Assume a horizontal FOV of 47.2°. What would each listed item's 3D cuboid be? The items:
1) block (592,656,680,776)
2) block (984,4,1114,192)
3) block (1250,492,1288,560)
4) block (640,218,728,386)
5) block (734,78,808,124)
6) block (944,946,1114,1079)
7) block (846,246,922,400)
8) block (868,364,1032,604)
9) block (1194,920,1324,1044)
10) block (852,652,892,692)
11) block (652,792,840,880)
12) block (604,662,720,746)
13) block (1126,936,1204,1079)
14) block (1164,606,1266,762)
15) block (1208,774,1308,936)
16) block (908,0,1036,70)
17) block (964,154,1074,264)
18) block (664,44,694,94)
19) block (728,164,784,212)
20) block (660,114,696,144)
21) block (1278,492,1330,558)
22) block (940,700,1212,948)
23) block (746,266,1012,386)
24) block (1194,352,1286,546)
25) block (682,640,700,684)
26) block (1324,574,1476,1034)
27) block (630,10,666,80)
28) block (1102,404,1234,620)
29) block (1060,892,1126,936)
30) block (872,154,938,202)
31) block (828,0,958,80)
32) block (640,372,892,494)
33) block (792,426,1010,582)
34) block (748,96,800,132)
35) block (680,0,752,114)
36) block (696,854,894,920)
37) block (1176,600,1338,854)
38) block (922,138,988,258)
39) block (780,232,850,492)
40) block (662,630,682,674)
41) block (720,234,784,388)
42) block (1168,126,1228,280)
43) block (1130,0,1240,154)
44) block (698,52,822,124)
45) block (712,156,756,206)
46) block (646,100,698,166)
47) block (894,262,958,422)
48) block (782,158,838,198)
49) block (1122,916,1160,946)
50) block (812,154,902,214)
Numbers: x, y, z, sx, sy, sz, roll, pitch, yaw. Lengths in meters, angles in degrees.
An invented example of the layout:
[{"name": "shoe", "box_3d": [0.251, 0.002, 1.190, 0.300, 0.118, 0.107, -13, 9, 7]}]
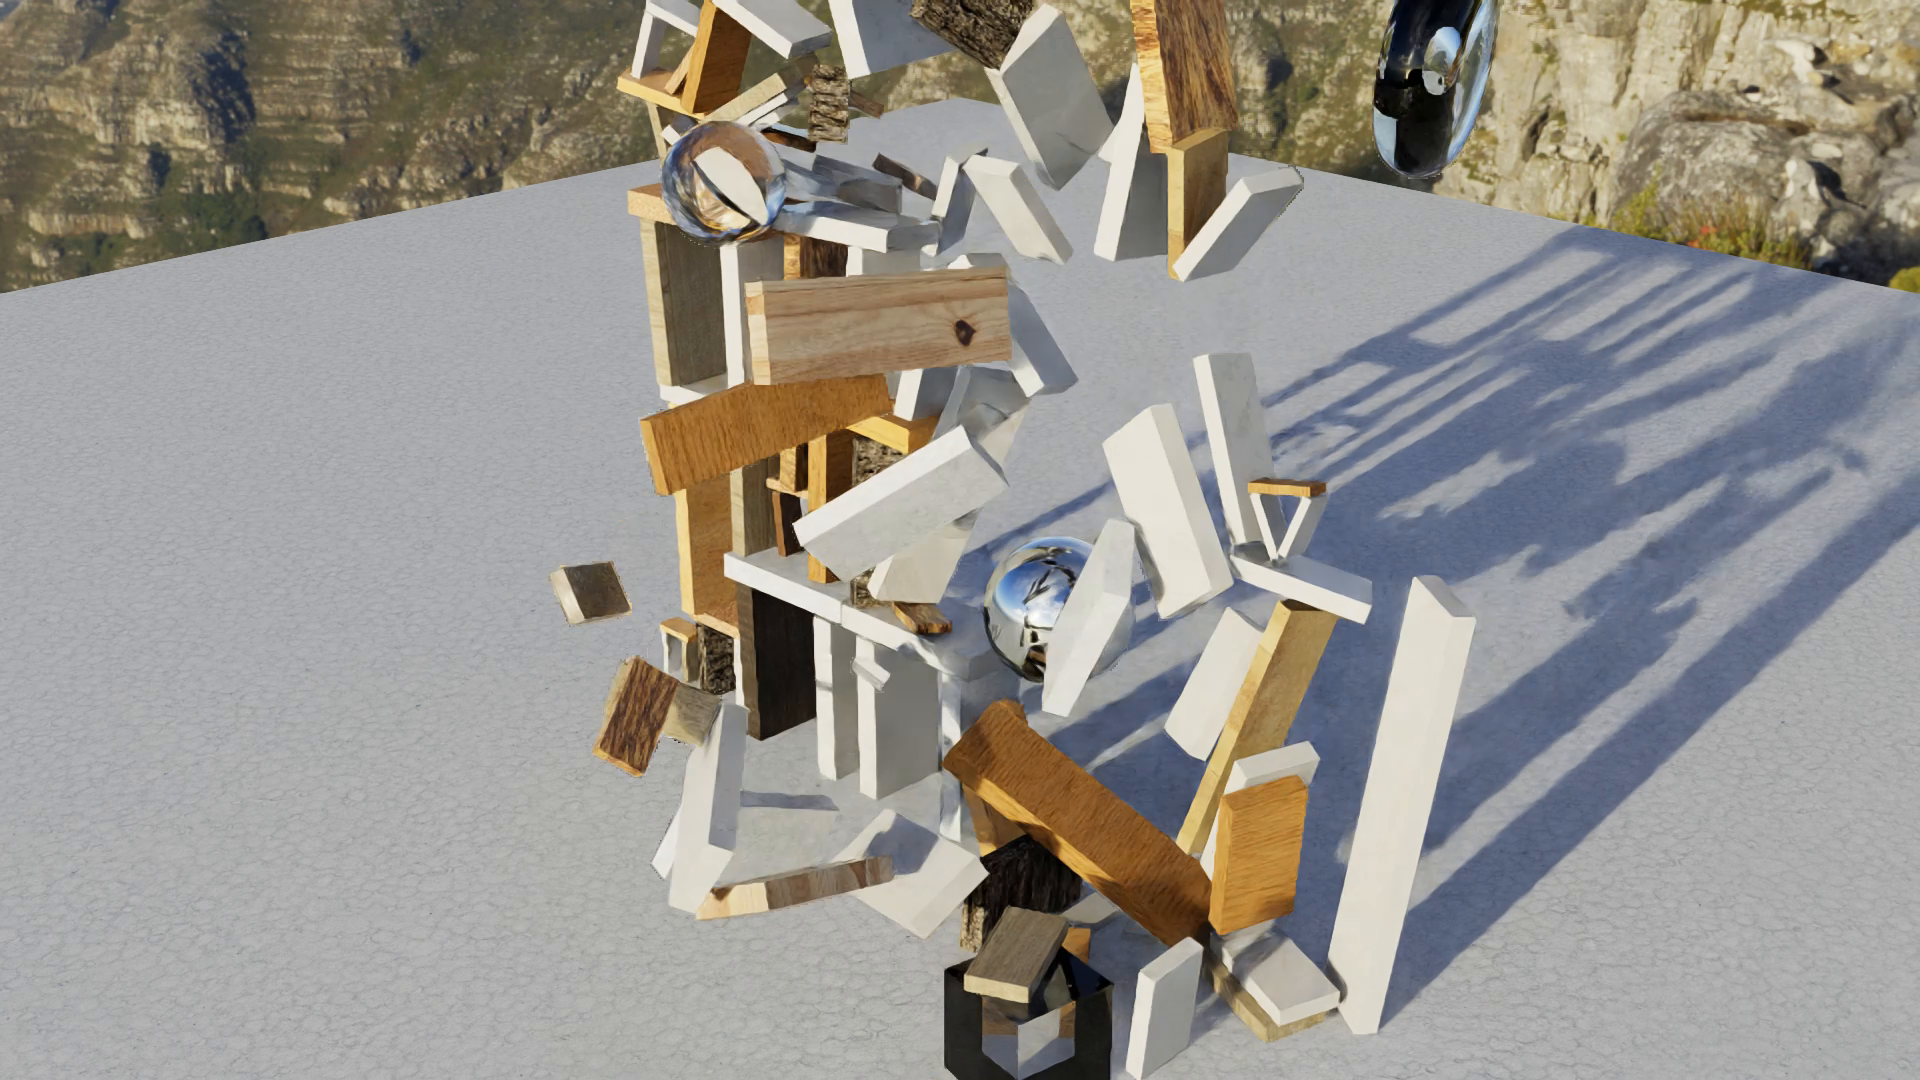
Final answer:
[{"name": "block", "box_3d": [-0.516, 0.281, 3.510, 0.024, 0.085, 0.171, -28, 37, 50]}, {"name": "block", "box_3d": [0.177, -0.848, 4.239, 0.173, 0.346, 0.049, -47, 54, -9]}, {"name": "block", "box_3d": [0.527, -0.029, 3.710, 0.016, 0.115, 0.058, -17, 2, 37]}, {"name": "block", "box_3d": [-0.570, -0.514, 4.619, 0.050, 0.351, 0.175, 15, 26, 43]}, {"name": "block", "box_3d": [-0.382, -0.845, 4.297, 0.178, 0.020, 0.072, -21, 18, 41]}, {"name": "block", "box_3d": [0.112, 0.801, 3.621, 0.196, 0.196, 0.196, -16, 28, -33]}, {"name": "block", "box_3d": [-0.152, -0.426, 4.308, 0.152, 0.304, 0.043, -13, 22, -41]}, {"name": "block", "box_3d": [-0.018, -0.099, 4.229, 0.147, 0.518, 0.042, 5, 33, -32]}, {"name": "block", "box_3d": [0.497, 0.760, 3.889, 0.118, 0.034, 0.340, -15, 30, -22]}, {"name": "block", "box_3d": [-0.172, 0.255, 4.247, 0.073, 0.021, 0.146, 37, -11, 2]}, {"name": "block", "box_3d": [-0.373, 0.523, 3.877, 0.319, 0.159, 0.045, 10, 24, -45]}, {"name": "block", "box_3d": [-0.491, 0.271, 3.622, 0.171, 0.086, 0.024, 22, 4, -14]}, {"name": "block", "box_3d": [0.336, 0.772, 3.620, 0.118, 0.237, 0.034, -27, 46, -35]}, {"name": "block", "box_3d": [0.447, 0.249, 3.832, 0.035, 0.247, 0.123, 23, 10, -22]}, {"name": "block", "box_3d": [0.511, 0.542, 3.775, 0.145, 0.291, 0.041, -13, 38, -19]}, {"name": "block", "box_3d": [0.088, -1.012, 3.658, 0.173, 0.416, 0.049, 27, 2, -34]}, {"name": "block", "box_3d": [0.115, -0.640, 4.270, 0.125, 0.249, 0.035, 21, 68, 43]}, {"name": "block", "box_3d": [-0.532, -0.956, 4.388, 0.020, 0.144, 0.072, 42, 39, -2]}, {"name": "block", "box_3d": [-0.406, -0.702, 4.383, 0.109, 0.015, 0.054, 42, 29, 2]}, {"name": "block", "box_3d": [-0.514, -0.773, 4.450, 0.027, 0.191, 0.095, -40, 10, 26]}, {"name": "block", "box_3d": [0.574, -0.026, 3.669, 0.058, 0.115, 0.016, -12, 42, -46]}, {"name": "block", "box_3d": [0.228, 0.517, 3.987, 0.545, 0.048, 0.168, 38, 43, 8]}, {"name": "block", "box_3d": [-0.127, -0.363, 3.684, 0.517, 0.164, 0.046, -10, 8, -39]}, {"name": "block", "box_3d": [0.477, -0.156, 3.738, 0.116, 0.324, 0.033, -7, -6, -44]}, {"name": "block", "box_3d": [-0.604, 0.269, 4.993, 0.015, 0.105, 0.053, 21, 31, 41]}, {"name": "block", "box_3d": [0.722, 0.451, 3.652, 0.041, 0.809, 0.145, 0, 26, -15]}, {"name": "block", "box_3d": [-0.621, -1.003, 4.410, 0.020, 0.144, 0.072, 27, 39, 8]}, {"name": "block", "box_3d": [0.349, -0.047, 3.723, 0.046, 0.328, 0.164, -10, -15, -30]}, {"name": "block", "box_3d": [0.247, 0.697, 4.094, 0.068, 0.019, 0.136, 19, 30, 38]}, {"name": "block", "box_3d": [-0.104, -0.756, 4.608, 0.108, 0.031, 0.217, 32, 10, 10]}, {"name": "block", "box_3d": [-0.113, -1.001, 4.209, 0.049, 0.173, 0.371, -5, 16, 34]}, {"name": "block", "box_3d": [-0.317, -0.209, 3.670, 0.458, 0.125, 0.035, -23, 20, -33]}, {"name": "block", "box_3d": [-0.099, -0.058, 3.751, 0.337, 0.168, 0.048, -30, 58, 11]}, {"name": "block", "box_3d": [-0.380, -0.821, 4.300, 0.143, 0.020, 0.072, -18, 22, 47]}, {"name": "block", "box_3d": [-0.472, -0.962, 4.332, 0.034, 0.242, 0.121, 40, 42, 23]}, {"name": "block", "box_3d": [-0.272, 0.574, 3.644, 0.159, 0.045, 0.319, -14, -7, 36]}, {"name": "block", "box_3d": [0.516, 0.326, 3.817, 0.123, 0.508, 0.035, -1, 32, -37]}, {"name": "block", "box_3d": [-0.009, -0.693, 4.464, 0.031, 0.229, 0.108, 33, 44, 17]}, {"name": "block", "box_3d": [-0.296, -0.371, 4.481, 0.043, 0.532, 0.152, 16, 22, 36]}, {"name": "block", "box_3d": [-0.654, 0.249, 5.039, 0.015, 0.105, 0.053, 21, 31, 41]}, {"name": "block", "box_3d": [-0.394, -0.446, 4.460, 0.050, 0.351, 0.176, 19, 29, 41]}, {"name": "block", "box_3d": [0.394, -0.558, 3.650, 0.033, 0.231, 0.116, 25, 42, 37]}, {"name": "block", "box_3d": [0.363, -0.824, 3.594, 0.049, 0.346, 0.173, 11, 29, 44]}, {"name": "block", "box_3d": [-0.392, -0.874, 4.305, 0.246, 0.034, 0.121, -20, 18, 44]}, {"name": "block", "box_3d": [-0.447, -0.722, 4.418, 0.109, 0.015, 0.054, 46, 26, -5]}, {"name": "block", "box_3d": [-0.577, -0.820, 4.508, 0.027, 0.191, 0.095, 3, 22, 44]}, {"name": "block", "box_3d": [-0.044, -0.382, 4.221, 0.042, 0.293, 0.147, 22, 21, 23]}, {"name": "block", "box_3d": [-0.345, -0.740, 4.431, 0.186, 0.026, 0.093, 25, 17, 11]}, {"name": "block", "box_3d": [0.350, 0.704, 4.077, 0.068, 0.019, 0.136, 7, 24, 17]}, {"name": "block", "box_3d": [-0.210, -0.728, 4.524, 0.186, 0.093, 0.026, 18, 60, 11]}]
